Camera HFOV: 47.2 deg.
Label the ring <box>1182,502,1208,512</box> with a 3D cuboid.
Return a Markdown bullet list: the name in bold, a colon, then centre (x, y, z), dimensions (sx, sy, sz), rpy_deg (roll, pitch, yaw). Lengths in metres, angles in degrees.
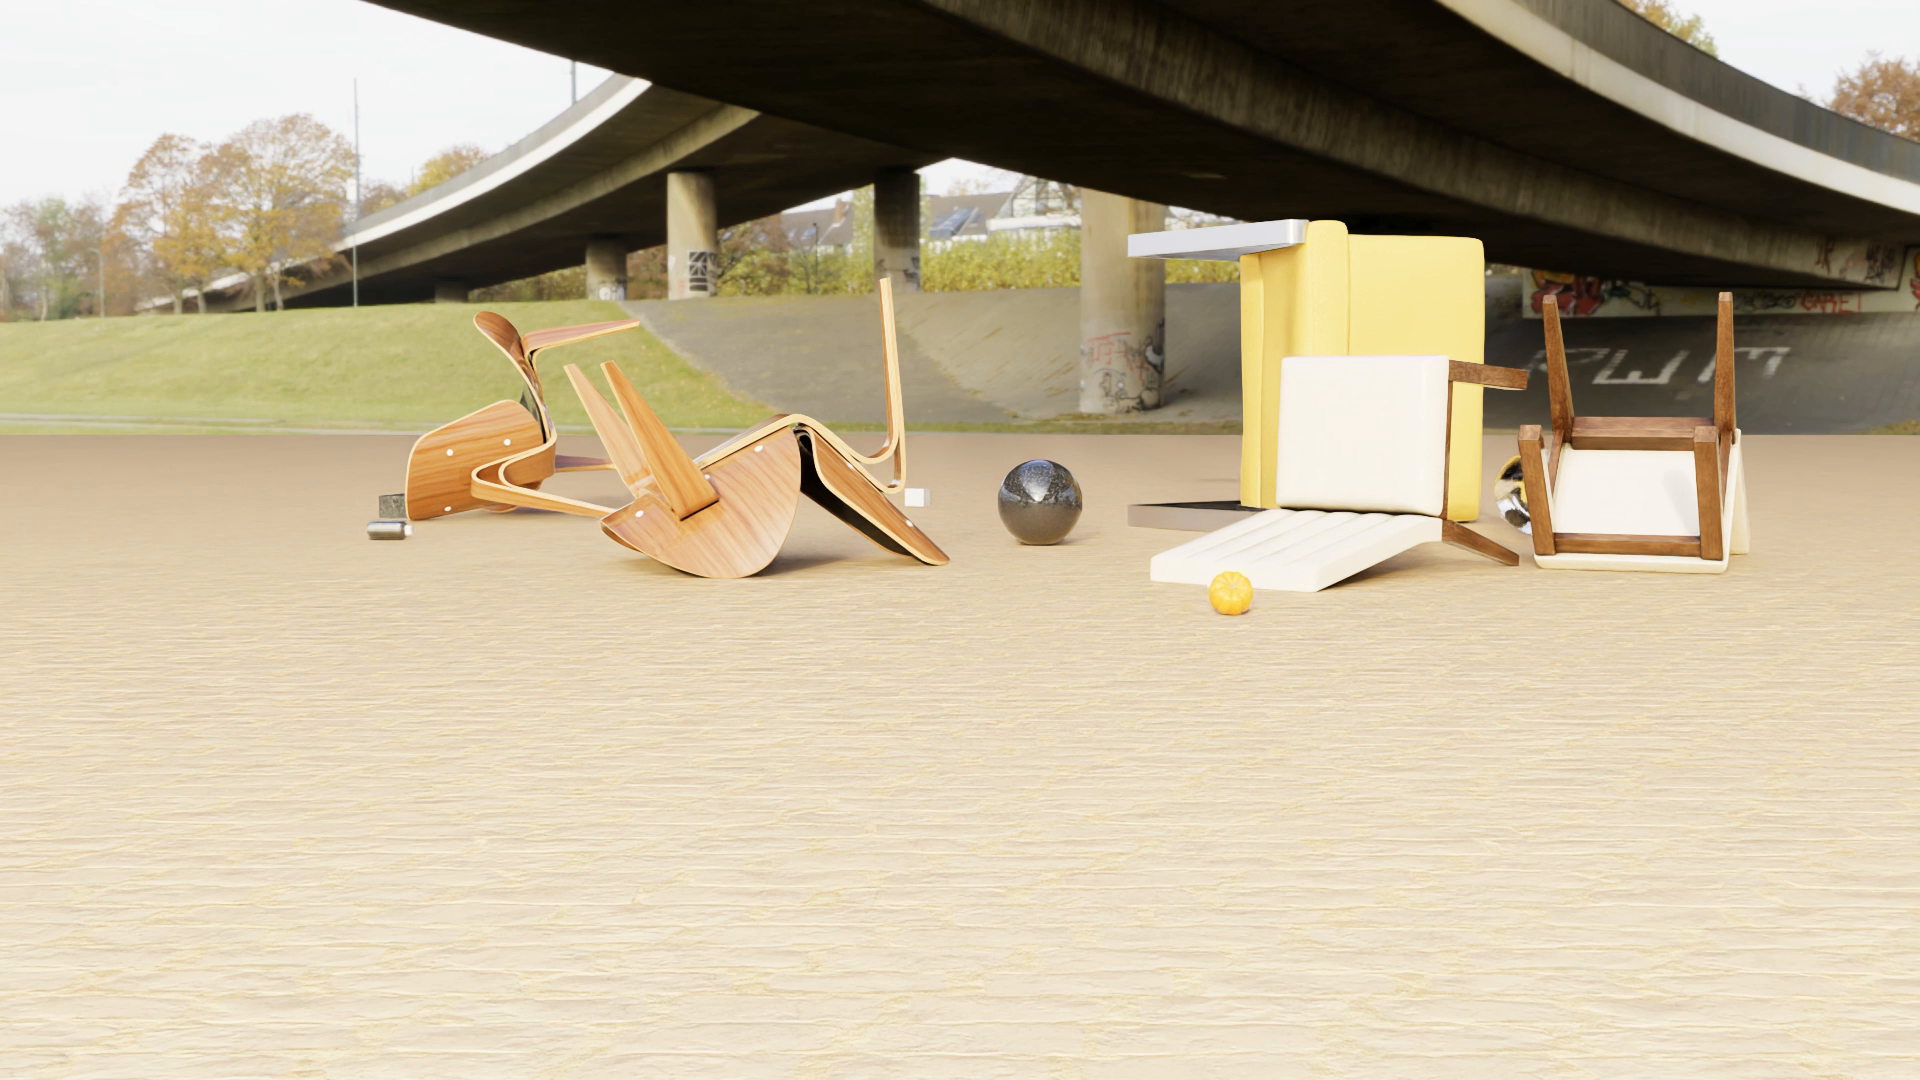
- **ring**: centre (0.854, -0.117, 7.995), dimensions (0.101, 0.036, 0.053), rpy_deg (1, 6, 25)

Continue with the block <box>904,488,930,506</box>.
- **block**: centre (-0.163, -0.166, 8.489), dimensions (0.075, 0.066, 0.084), rpy_deg (1, 4, 17)

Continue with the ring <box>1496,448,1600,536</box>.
- **ring**: centre (1.783, -0.142, 6.682), dimensions (0.314, 0.280, 0.145), rpy_deg (11, 39, 22)

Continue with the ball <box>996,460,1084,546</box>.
- **ball**: centre (0.230, -0.108, 6.316), dimensions (0.248, 0.248, 0.248), rpy_deg (0, 4, 0)

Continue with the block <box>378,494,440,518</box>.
- **block**: centre (-1.937, -0.120, 7.736), dimensions (0.144, 0.077, 0.178), rpy_deg (1, 4, 12)
